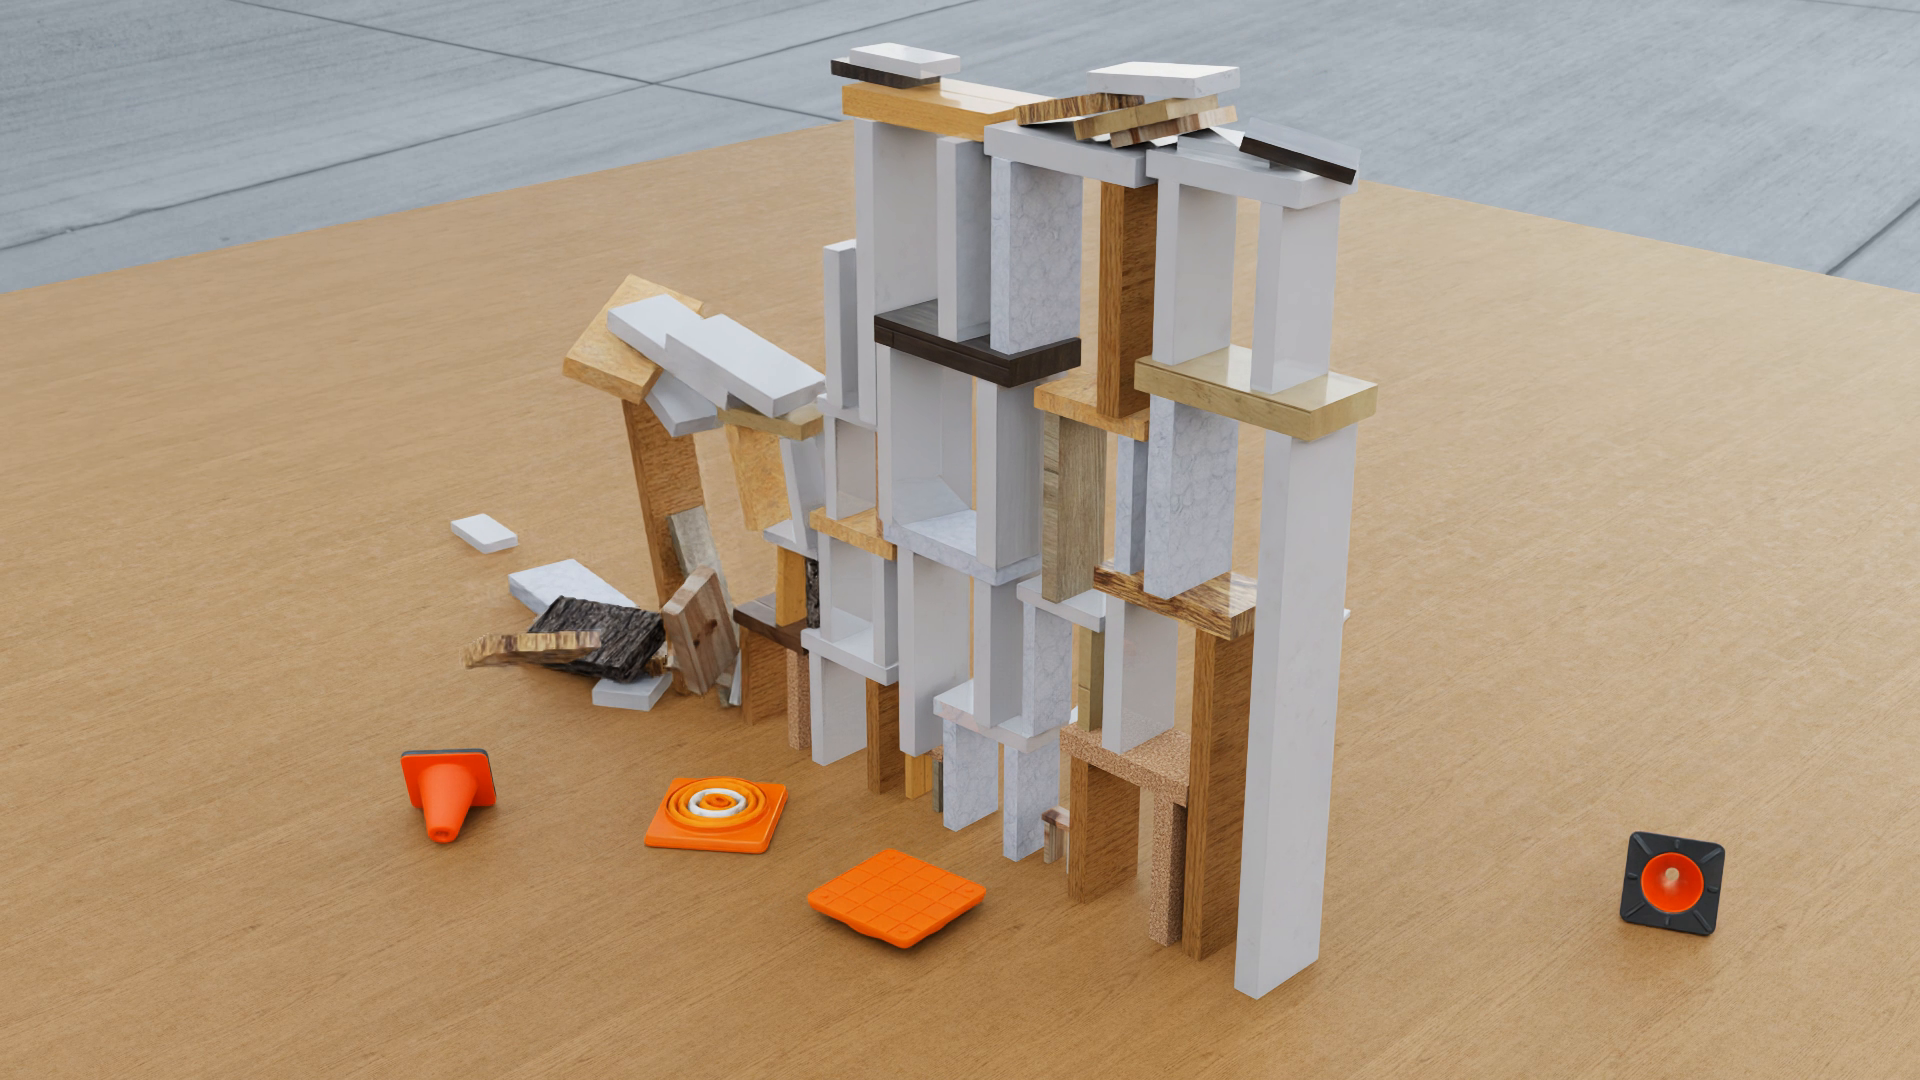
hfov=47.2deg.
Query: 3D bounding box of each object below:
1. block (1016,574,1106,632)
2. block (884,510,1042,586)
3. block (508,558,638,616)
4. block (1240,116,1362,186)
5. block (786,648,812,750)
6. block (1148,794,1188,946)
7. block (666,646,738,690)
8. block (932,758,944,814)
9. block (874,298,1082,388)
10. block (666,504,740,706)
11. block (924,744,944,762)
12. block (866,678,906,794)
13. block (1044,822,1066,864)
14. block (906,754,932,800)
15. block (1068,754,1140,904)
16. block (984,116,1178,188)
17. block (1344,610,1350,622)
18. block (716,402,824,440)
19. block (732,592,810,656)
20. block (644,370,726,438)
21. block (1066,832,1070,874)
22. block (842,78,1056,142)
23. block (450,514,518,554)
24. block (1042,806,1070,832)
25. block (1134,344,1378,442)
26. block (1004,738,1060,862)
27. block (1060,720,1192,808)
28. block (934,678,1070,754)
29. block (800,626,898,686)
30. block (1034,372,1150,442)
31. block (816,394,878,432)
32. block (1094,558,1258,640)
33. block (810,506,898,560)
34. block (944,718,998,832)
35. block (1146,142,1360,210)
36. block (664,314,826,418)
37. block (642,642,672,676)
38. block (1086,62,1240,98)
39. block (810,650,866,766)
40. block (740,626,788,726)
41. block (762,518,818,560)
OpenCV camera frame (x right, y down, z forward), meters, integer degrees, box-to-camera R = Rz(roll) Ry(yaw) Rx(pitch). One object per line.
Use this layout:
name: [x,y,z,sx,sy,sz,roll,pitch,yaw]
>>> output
block: [0.215,0.110,4.047,0.104,0.029,0.208,-21,31,-40]
block: [0.015,0.001,4.193,0.154,0.044,0.309,-21,31,-40]
block: [-0.943,0.144,5.357,0.176,0.050,0.351,-16,28,-32]
block: [0.525,-0.601,3.388,0.179,0.025,0.090,18,34,5]
block: [-0.313,0.322,4.701,0.117,0.234,0.033,-21,32,-40]
block: [0.416,0.576,4.016,0.043,0.302,0.151,21,31,41]
block: [-0.556,0.262,4.829,0.175,0.087,0.025,24,-19,-34]
block: [-0.027,0.487,4.456,0.061,0.121,0.017,-20,30,-39]
block: [0.029,-0.364,4.012,0.180,0.051,0.360,-20,30,-39]
block: [-0.548,0.147,4.879,0.087,0.442,0.025,-21,8,-38]
block: [-0.058,0.413,4.455,0.121,0.017,0.061,21,31,40]
block: [-0.132,0.383,4.527,0.037,0.259,0.130,21,31,41]
block: [0.184,0.580,4.277,0.013,0.091,0.045,21,31,41]
block: [-0.084,0.465,4.509,0.017,0.122,0.061,21,31,41]
block: [0.273,0.520,4.147,0.043,0.302,0.151,21,31,41]
block: [0.222,-0.660,3.706,0.171,0.048,0.342,-21,31,-40]
block: [0.882,0.176,5.325,0.113,0.016,0.057,12,26,27]
block: [-0.372,-0.256,4.484,0.233,0.033,0.117,15,28,36]
block: [-0.366,0.178,4.699,0.117,0.033,0.234,-21,31,-40]
block: [-0.615,-0.334,4.704,0.139,0.039,0.278,-14,50,-34]
block: [0.227,0.597,4.238,0.013,0.091,0.045,21,31,41]
block: [-0.021,-0.777,3.939,0.357,0.051,0.179,20,30,38]
block: [-1.247,-0.017,5.766,0.097,0.027,0.193,-17,28,-34]
block: [0.205,0.541,4.237,0.091,0.013,0.045,21,31,41]
block: [0.480,-0.250,3.591,0.358,0.051,0.179,21,31,40]
block: [0.140,0.492,4.287,0.035,0.246,0.123,20,30,40]
block: [0.344,0.389,4.014,0.302,0.043,0.151,21,31,41]
block: [0.079,0.341,4.284,0.246,0.035,0.123,20,30,39]
block: [-0.193,0.223,4.525,0.130,0.037,0.259,-21,31,-41]
block: [0.266,-0.235,3.840,0.254,0.036,0.127,21,31,40]
block: [-0.166,-0.254,4.294,0.220,0.031,0.110,21,31,40]
block: [0.398,0.086,3.834,0.306,0.043,0.153,21,31,40]
block: [-0.175,-0.024,4.399,0.241,0.034,0.121,21,31,40]
block: [0.022,0.447,4.392,0.035,0.246,0.123,21,31,40]
block: [0.460,-0.584,3.478,0.304,0.043,0.152,21,31,40]
block: [-0.438,-0.359,4.500,0.315,0.045,0.157,32,38,29]
block: [-0.720,0.236,5.056,0.133,0.038,0.265,-18,27,-34]
block: [0.326,-0.741,3.540,0.113,0.032,0.226,-22,26,-40]
block: [-0.254,0.335,4.639,0.037,0.259,0.130,21,31,41]
block: [-0.422,0.279,4.804,0.117,0.234,0.033,-21,32,-40]
block: [-0.321,-0.002,4.552,0.165,0.023,0.082,20,31,38]
